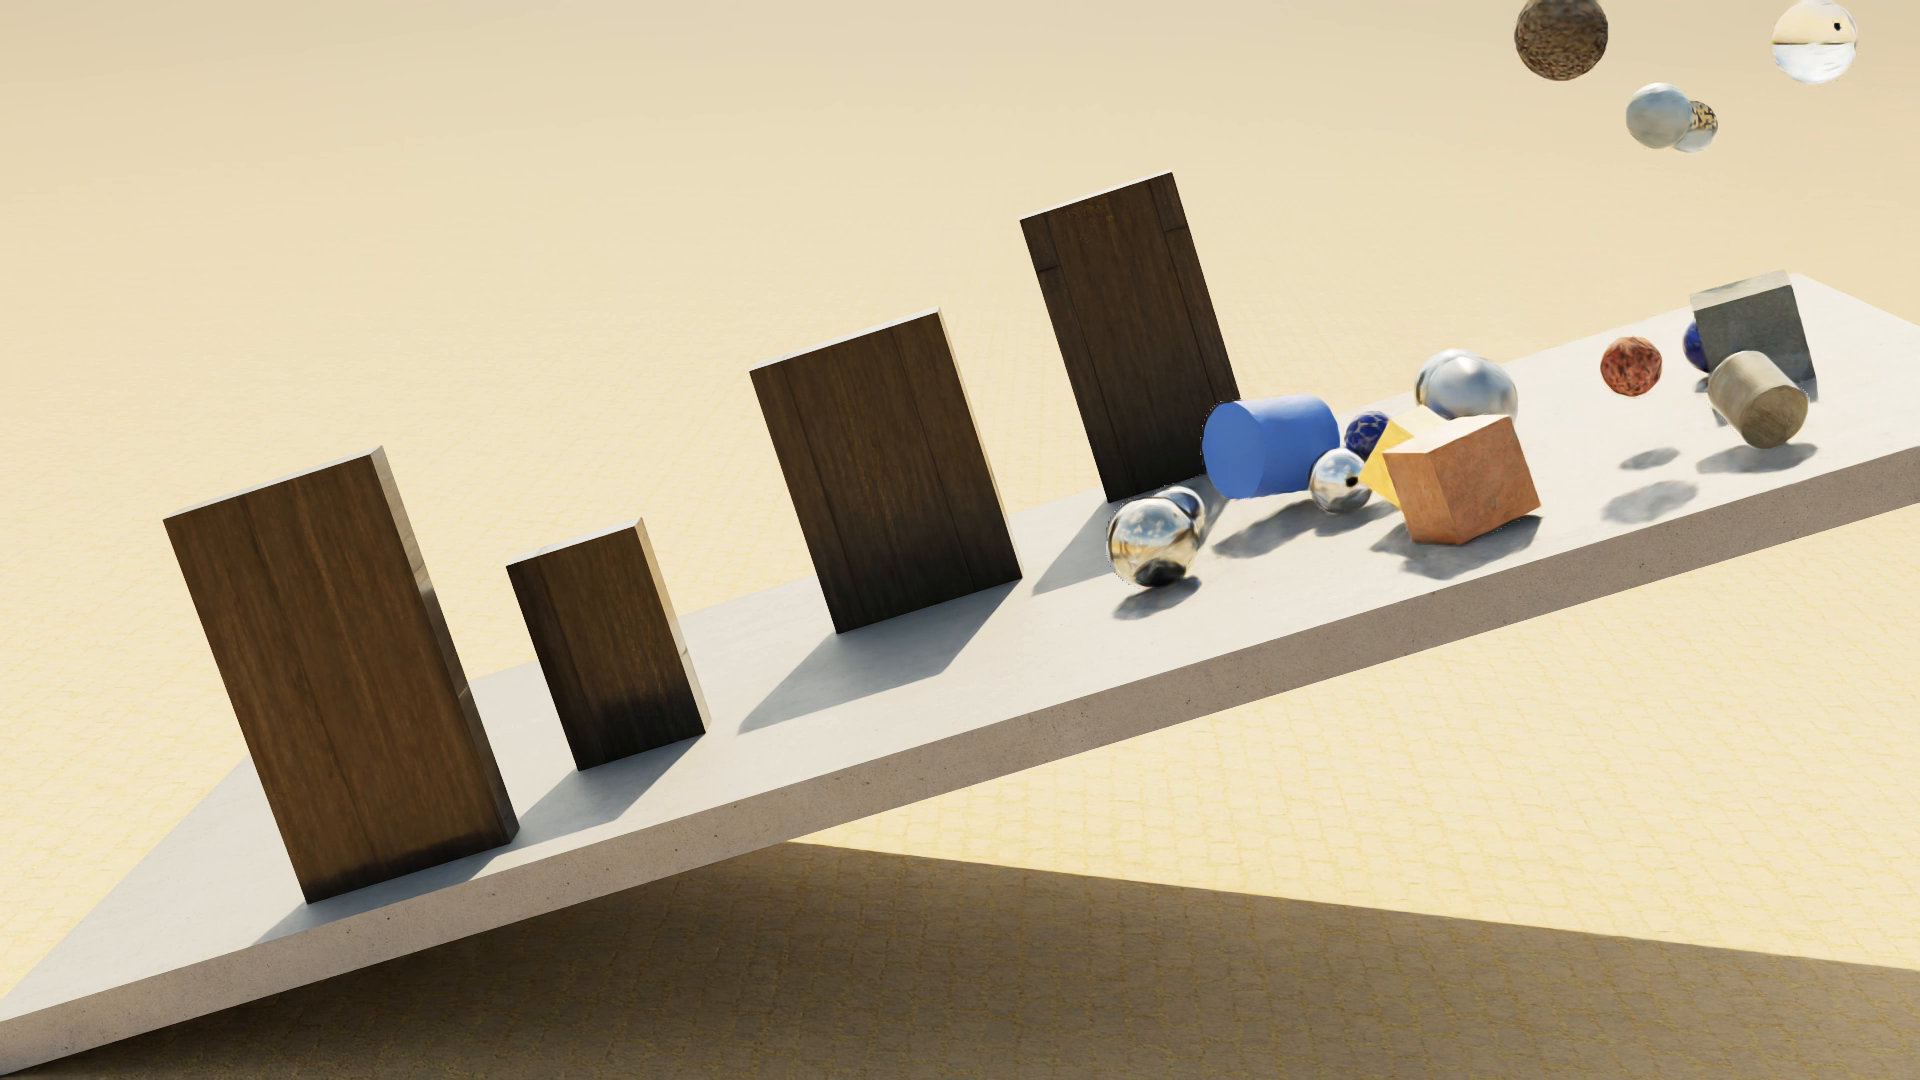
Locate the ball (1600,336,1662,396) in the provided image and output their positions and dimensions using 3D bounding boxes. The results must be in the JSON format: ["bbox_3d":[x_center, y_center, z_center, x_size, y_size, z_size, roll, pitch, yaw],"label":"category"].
[{"bbox_3d":[1.332,-0.345,5.833,0.121,0.121,0.121,0,11,0],"label":"ball"}]

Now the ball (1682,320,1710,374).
[{"bbox_3d":[1.604,-0.419,6.251,0.134,0.134,0.134,0,11,0],"label":"ball"}]

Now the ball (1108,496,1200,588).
[{"bbox_3d":[0.391,0.004,5.958,0.186,0.186,0.186,0,11,0],"label":"ball"}]

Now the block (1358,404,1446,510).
[{"bbox_3d":[0.907,-0.154,5.809,0.146,0.146,0.146,38,32,20],"label":"block"}]

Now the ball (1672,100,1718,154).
[{"bbox_3d":[1.591,-0.900,6.405,0.115,0.115,0.115,0,11,0],"label":"ball"}]

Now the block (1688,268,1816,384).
[{"bbox_3d":[1.624,-0.420,6.037,0.199,0.199,0.199,-15,11,15],"label":"block"}]

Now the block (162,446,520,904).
[{"bbox_3d":[-1.170,0.259,5.592,0.416,0.787,0.102,-17,10,5],"label":"block"}]

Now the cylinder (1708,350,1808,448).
[{"bbox_3d":[1.489,-0.263,5.491,0.135,0.135,0.135,-3,33,-16],"label":"cylinder"}]

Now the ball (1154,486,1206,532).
[{"bbox_3d":[0.464,-0.055,6.311,0.124,0.124,0.124,0,11,0],"label":"ball"}]

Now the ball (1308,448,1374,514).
[{"bbox_3d":[0.788,-0.122,6.070,0.139,0.139,0.139,0,11,0],"label":"ball"}]

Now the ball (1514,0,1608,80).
[{"bbox_3d":[1.242,-1.045,6.075,0.191,0.191,0.191,0,11,0],"label":"ball"}]

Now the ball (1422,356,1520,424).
[{"bbox_3d":[1.086,-0.289,6.258,0.204,0.204,0.204,0,11,0],"label":"ball"}]

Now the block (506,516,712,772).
[{"bbox_3d":[-0.715,0.212,6.006,0.277,0.450,0.104,-17,10,5],"label":"block"}]

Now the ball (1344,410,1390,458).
[{"bbox_3d":[0.859,-0.212,6.124,0.115,0.115,0.115,0,11,0],"label":"ball"}]

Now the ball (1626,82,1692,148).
[{"bbox_3d":[1.427,-0.867,6.009,0.133,0.133,0.133,0,11,0],"label":"ball"}]

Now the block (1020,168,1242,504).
[{"bbox_3d":[0.425,-0.482,6.978,0.374,0.708,0.097,-17,10,5],"label":"block"}]

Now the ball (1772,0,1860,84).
[{"bbox_3d":[1.642,-0.957,5.650,0.162,0.162,0.162,0,11,0],"label":"ball"}]

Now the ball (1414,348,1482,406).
[{"bbox_3d":[1.097,-0.331,6.507,0.186,0.186,0.186,0,11,0],"label":"ball"}]

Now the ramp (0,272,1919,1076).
[{"bbox_3d":[0.100,0.183,6.312,4.000,0.100,2.000,-17,10,5],"label":"ramp"}]

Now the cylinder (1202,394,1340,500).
[{"bbox_3d":[0.665,-0.200,6.283,0.208,0.208,0.208,-8,14,-33],"label":"cylinder"}]

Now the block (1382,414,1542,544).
[{"bbox_3d":[0.951,-0.116,5.583,0.185,0.185,0.185,-24,9,-17],"label":"block"}]

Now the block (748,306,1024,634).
[{"bbox_3d":[-0.159,-0.154,6.507,0.433,0.618,0.117,-17,10,5],"label":"block"}]
